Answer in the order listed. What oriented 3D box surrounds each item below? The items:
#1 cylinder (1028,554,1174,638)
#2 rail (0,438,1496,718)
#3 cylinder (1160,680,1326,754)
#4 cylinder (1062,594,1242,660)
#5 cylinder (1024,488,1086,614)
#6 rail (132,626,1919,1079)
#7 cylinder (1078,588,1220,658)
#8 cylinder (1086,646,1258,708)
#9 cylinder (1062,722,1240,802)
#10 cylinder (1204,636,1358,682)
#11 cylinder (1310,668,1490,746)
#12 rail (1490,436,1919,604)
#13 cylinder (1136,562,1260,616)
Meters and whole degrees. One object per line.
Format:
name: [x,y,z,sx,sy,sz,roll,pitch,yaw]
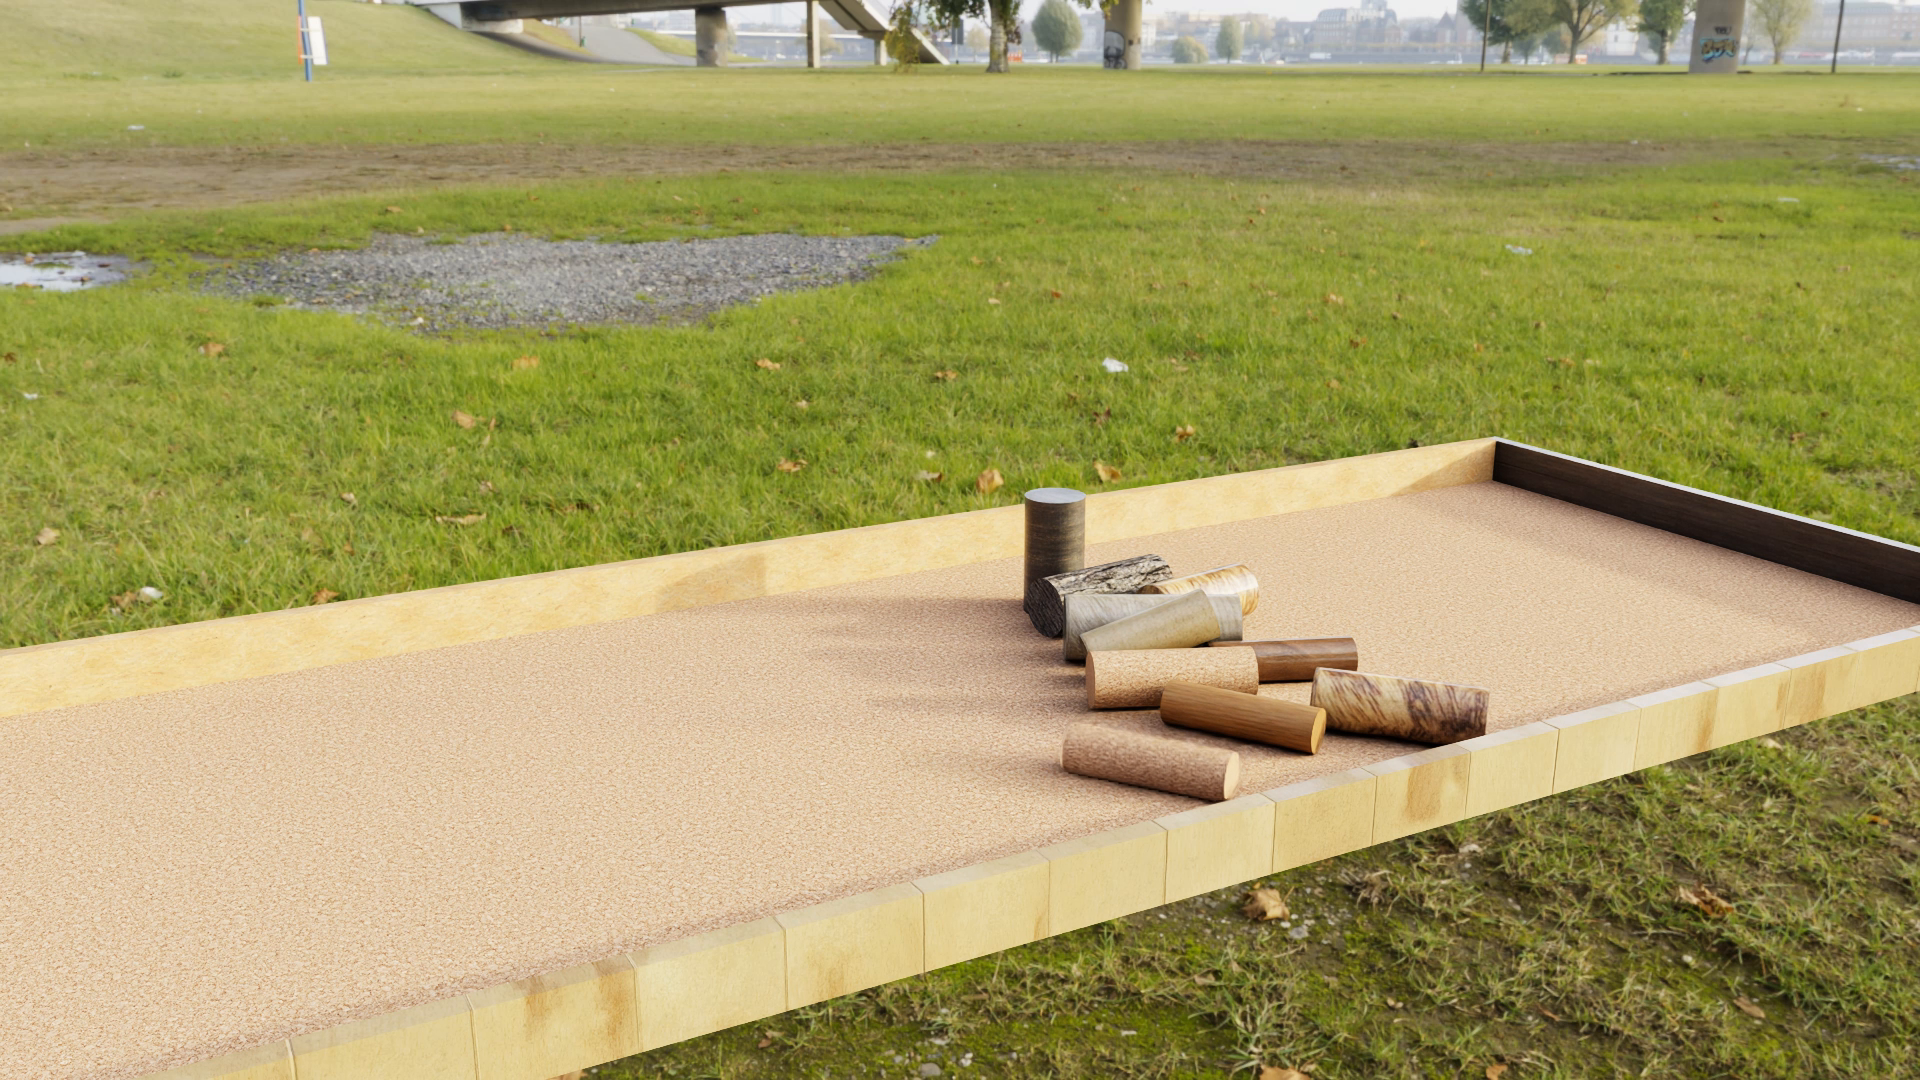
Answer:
cylinder: [0.391,0.151,4.555,0.396,0.162,0.162,-11,20,-33]
rail: [-3.305,0.497,3.399,12.000,0.150,0.050,-9,18,-27]
cylinder: [0.649,0.404,3.795,0.363,0.104,0.104,9,19,29]
cylinder: [0.496,0.226,4.281,0.448,0.171,0.171,0,16,0]
cylinder: [0.265,0.036,4.642,0.171,0.334,0.171,0,16,0]
rail: [-2.336,1.006,1.665,12.000,0.150,0.050,-9,18,-27]
cylinder: [0.473,0.240,4.127,0.328,0.132,0.132,-21,18,-3]
cylinder: [0.510,0.331,3.985,0.394,0.137,0.137,-2,16,-5]
cylinder: [0.408,0.476,3.546,0.364,0.107,0.107,8,18,25]
cylinder: [0.802,0.301,4.142,0.371,0.106,0.106,-2,17,-7]
cylinder: [1.010,0.386,3.793,0.387,0.141,0.141,6,17,19]
rail: [2.466,-0.048,5.253,0.050,0.150,2.100,-9,18,-27]
cylinder: [0.649,0.167,4.519,0.332,0.152,0.152,-12,20,-35]
